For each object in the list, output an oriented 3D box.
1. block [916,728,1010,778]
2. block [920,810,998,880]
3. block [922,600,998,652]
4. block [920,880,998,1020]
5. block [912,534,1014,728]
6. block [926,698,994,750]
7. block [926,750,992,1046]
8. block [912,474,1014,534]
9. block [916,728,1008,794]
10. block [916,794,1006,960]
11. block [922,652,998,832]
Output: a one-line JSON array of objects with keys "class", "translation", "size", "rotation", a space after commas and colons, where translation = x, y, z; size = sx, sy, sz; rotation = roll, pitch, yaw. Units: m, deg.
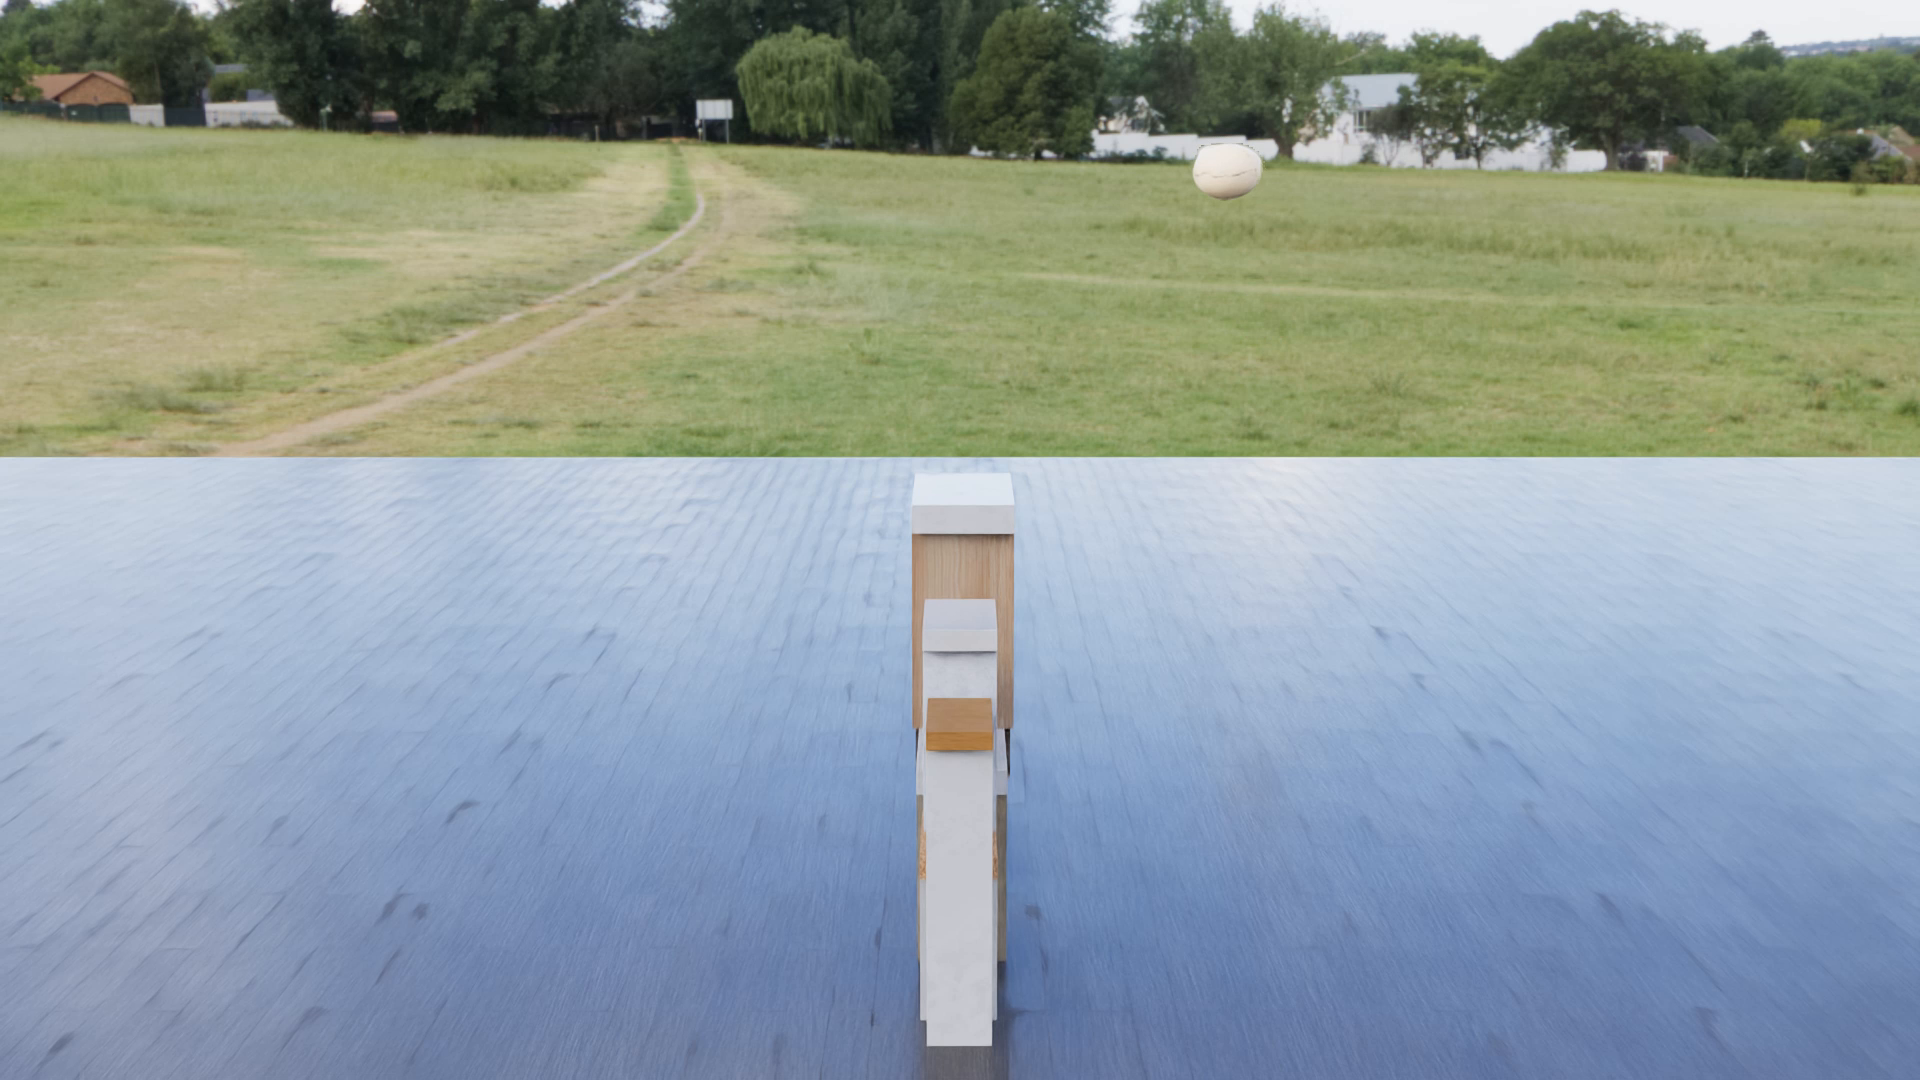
[{"class": "block", "translation": [0.005, 0.171, 3.735], "size": [0.161, 0.468, 0.046], "rotation": [0, 11, 0]}, {"class": "block", "translation": [-0.002, 0.441, 3.190], "size": [0.109, 0.031, 0.219], "rotation": [0, 11, 0]}, {"class": "block", "translation": [0.000, 0.124, 3.229], "size": [0.106, 0.030, 0.212], "rotation": [0, 11, 0]}, {"class": "block", "translation": [-0.002, 0.577, 3.141], "size": [0.109, 0.219, 0.031], "rotation": [0, 11, 0]}, {"class": "block", "translation": [0.005, 0.139, 3.511], "size": [0.161, 0.322, 0.046], "rotation": [0, 11, 0]}, {"class": "block", "translation": [-0.001, 0.254, 3.048], "size": [0.090, 0.026, 0.181], "rotation": [0, 11, 0]}, {"class": "block", "translation": [-0.001, 0.490, 3.030], "size": [0.090, 0.431, 0.026], "rotation": [0, 11, 0]}, {"class": "block", "translation": [0.005, -0.061, 3.582], "size": [0.161, 0.046, 0.322], "rotation": [0, 11, 0]}, {"class": "block", "translation": [0.003, 0.338, 3.426], "size": [0.136, 0.039, 0.273], "rotation": [0, 11, 0]}, {"class": "block", "translation": [0.003, 0.508, 3.365], "size": [0.136, 0.273, 0.039], "rotation": [0, 11, 0]}, {"class": "block", "translation": [0.000, 0.286, 3.187], "size": [0.106, 0.274, 0.030], "rotation": [0, 11, 0]}]
